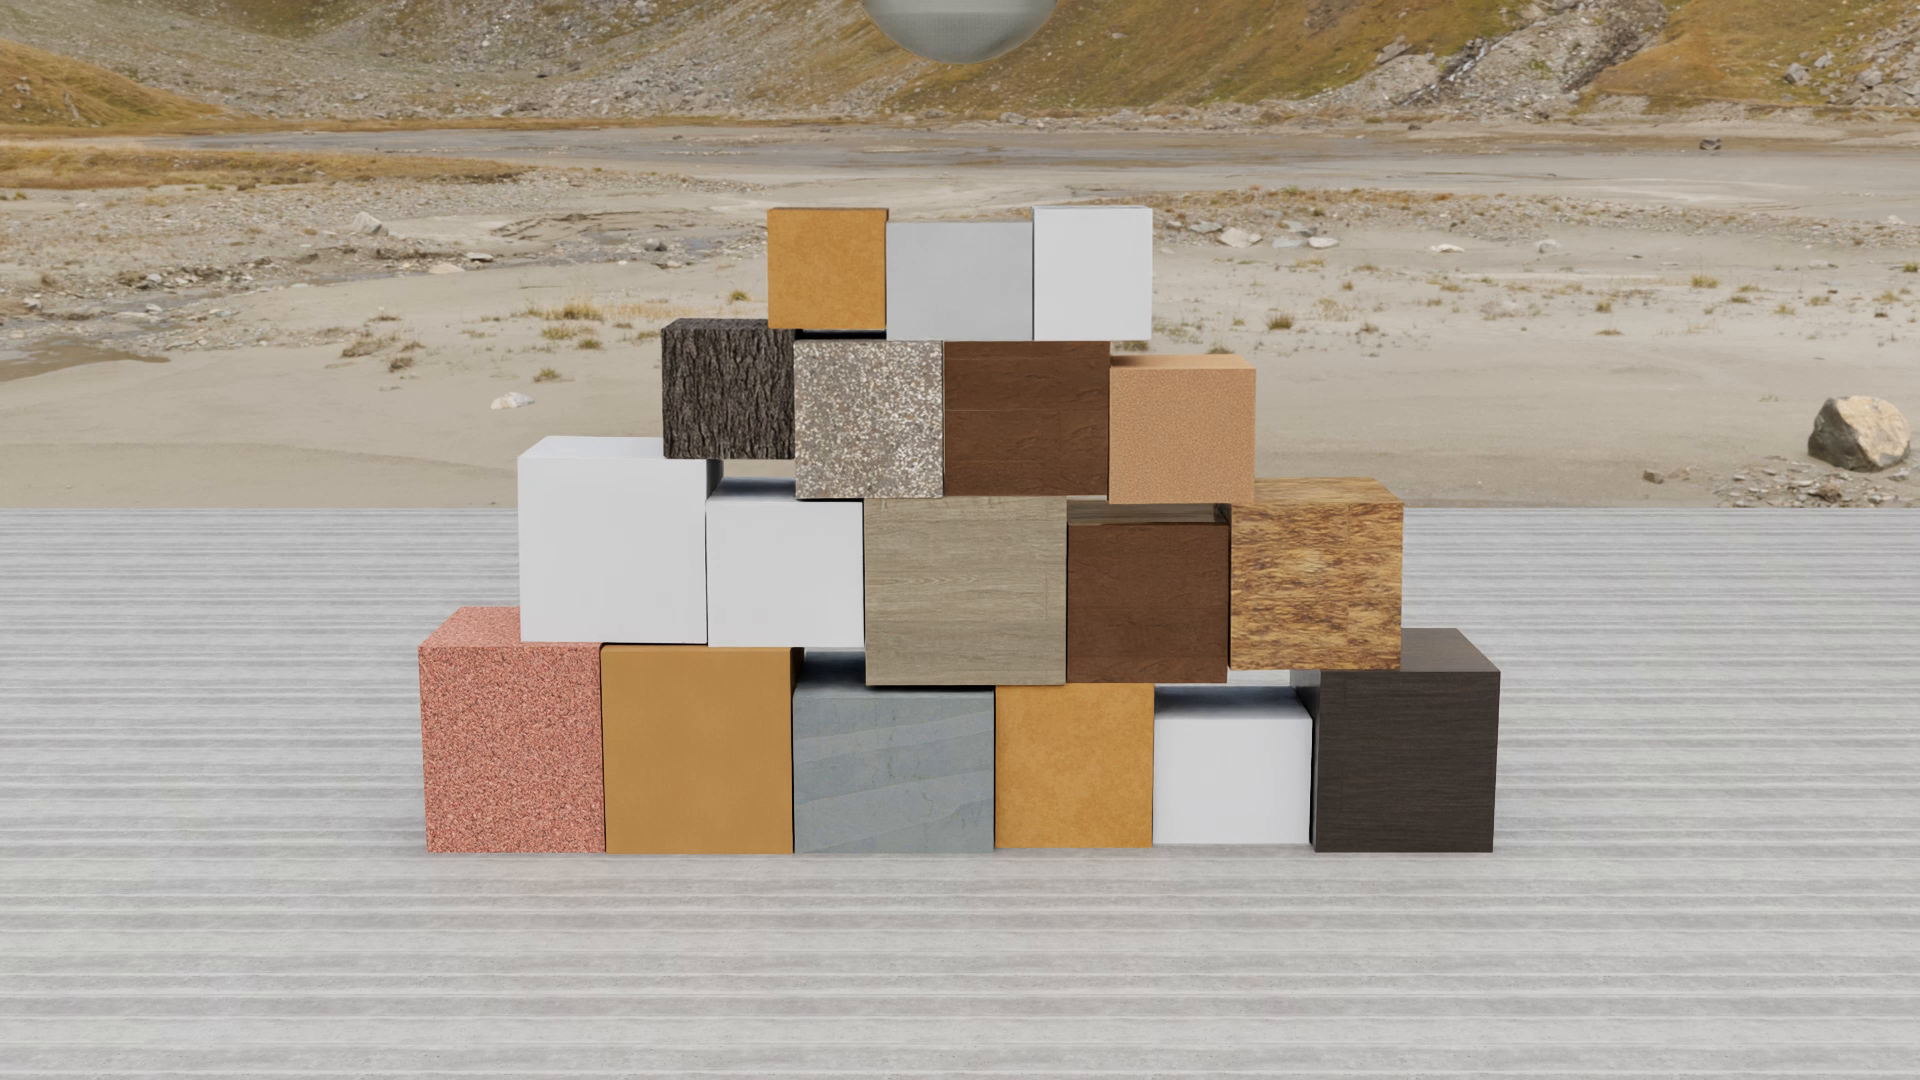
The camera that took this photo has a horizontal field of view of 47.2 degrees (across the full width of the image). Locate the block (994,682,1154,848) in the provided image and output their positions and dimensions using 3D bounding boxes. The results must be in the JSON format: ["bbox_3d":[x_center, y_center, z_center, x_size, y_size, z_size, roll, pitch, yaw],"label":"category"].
[{"bbox_3d":[0.570,1.060,11.368,0.786,0.847,0.788,0,10,0],"label":"block"}]

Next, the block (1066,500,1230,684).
[{"bbox_3d":[0.929,0.251,11.233,0.794,0.794,0.786,0,10,0],"label":"block"}]

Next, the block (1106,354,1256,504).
[{"bbox_3d":[1.083,-0.568,11.059,0.709,0.660,0.712,0,10,0],"label":"block"}]

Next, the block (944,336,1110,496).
[{"bbox_3d":[0.324,-0.655,11.066,0.805,0.756,0.738,0,10,0],"label":"block"}]

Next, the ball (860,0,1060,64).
[{"bbox_3d":[0.000,-4.204,15.655,1.600,1.600,1.600,0,10,0],"label":"ball"}]

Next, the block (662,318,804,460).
[{"bbox_3d":[-1.126,-0.766,11.024,0.644,0.634,0.678,0,10,0],"label":"block"}]

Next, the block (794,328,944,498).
[{"bbox_3d":[-0.444,-0.649,11.045,0.714,0.756,0.815,0,10,0],"label":"block"}]

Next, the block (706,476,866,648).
[{"bbox_3d":[-0.859,0.098,11.212,0.768,0.725,0.825,0,10,0],"label":"block"}]

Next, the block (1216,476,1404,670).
[{"bbox_3d":[1.749,0.156,11.203,0.837,0.829,0.844,-1,10,0],"label":"block"}]

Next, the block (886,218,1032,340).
[{"bbox_3d":[-0.003,-1.305,10.947,0.710,0.566,0.613,0,10,0],"label":"block"}]

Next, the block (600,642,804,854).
[{"bbox_3d":[-1.298,0.966,11.360,0.928,1.035,1.010,0,10,0],"label":"block"}]

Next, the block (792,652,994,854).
[{"bbox_3d":[-0.328,1.081,11.387,0.991,0.800,1.001,0,10,0],"label":"block"}]

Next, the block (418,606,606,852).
[{"bbox_3d":[-2.216,0.958,11.350,0.889,1.055,0.949,0,10,0],"label":"block"}]

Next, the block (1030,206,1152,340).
[{"bbox_3d":[0.643,-1.336,10.927,0.568,0.631,0.605,0,10,0],"label":"block"}]

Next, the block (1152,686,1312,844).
[{"bbox_3d":[1.369,1.155,11.406,0.791,0.646,0.694,0,10,0],"label":"block"}]

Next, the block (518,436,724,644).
[{"bbox_3d":[-1.706,-0.015,11.197,0.920,0.917,0.797,1,10,0],"label":"block"}]

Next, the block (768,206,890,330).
[{"bbox_3d":[-0.646,-1.356,10.920,0.573,0.571,0.516,0,10,0],"label":"block"}]

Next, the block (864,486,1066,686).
[{"bbox_3d":[0.026,0.183,11.204,0.988,0.940,0.817,0,10,0],"label":"block"}]

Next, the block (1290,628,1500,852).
[{"bbox_3d":[2.217,1.016,11.384,0.886,0.928,0.986,0,10,0],"label":"block"}]
